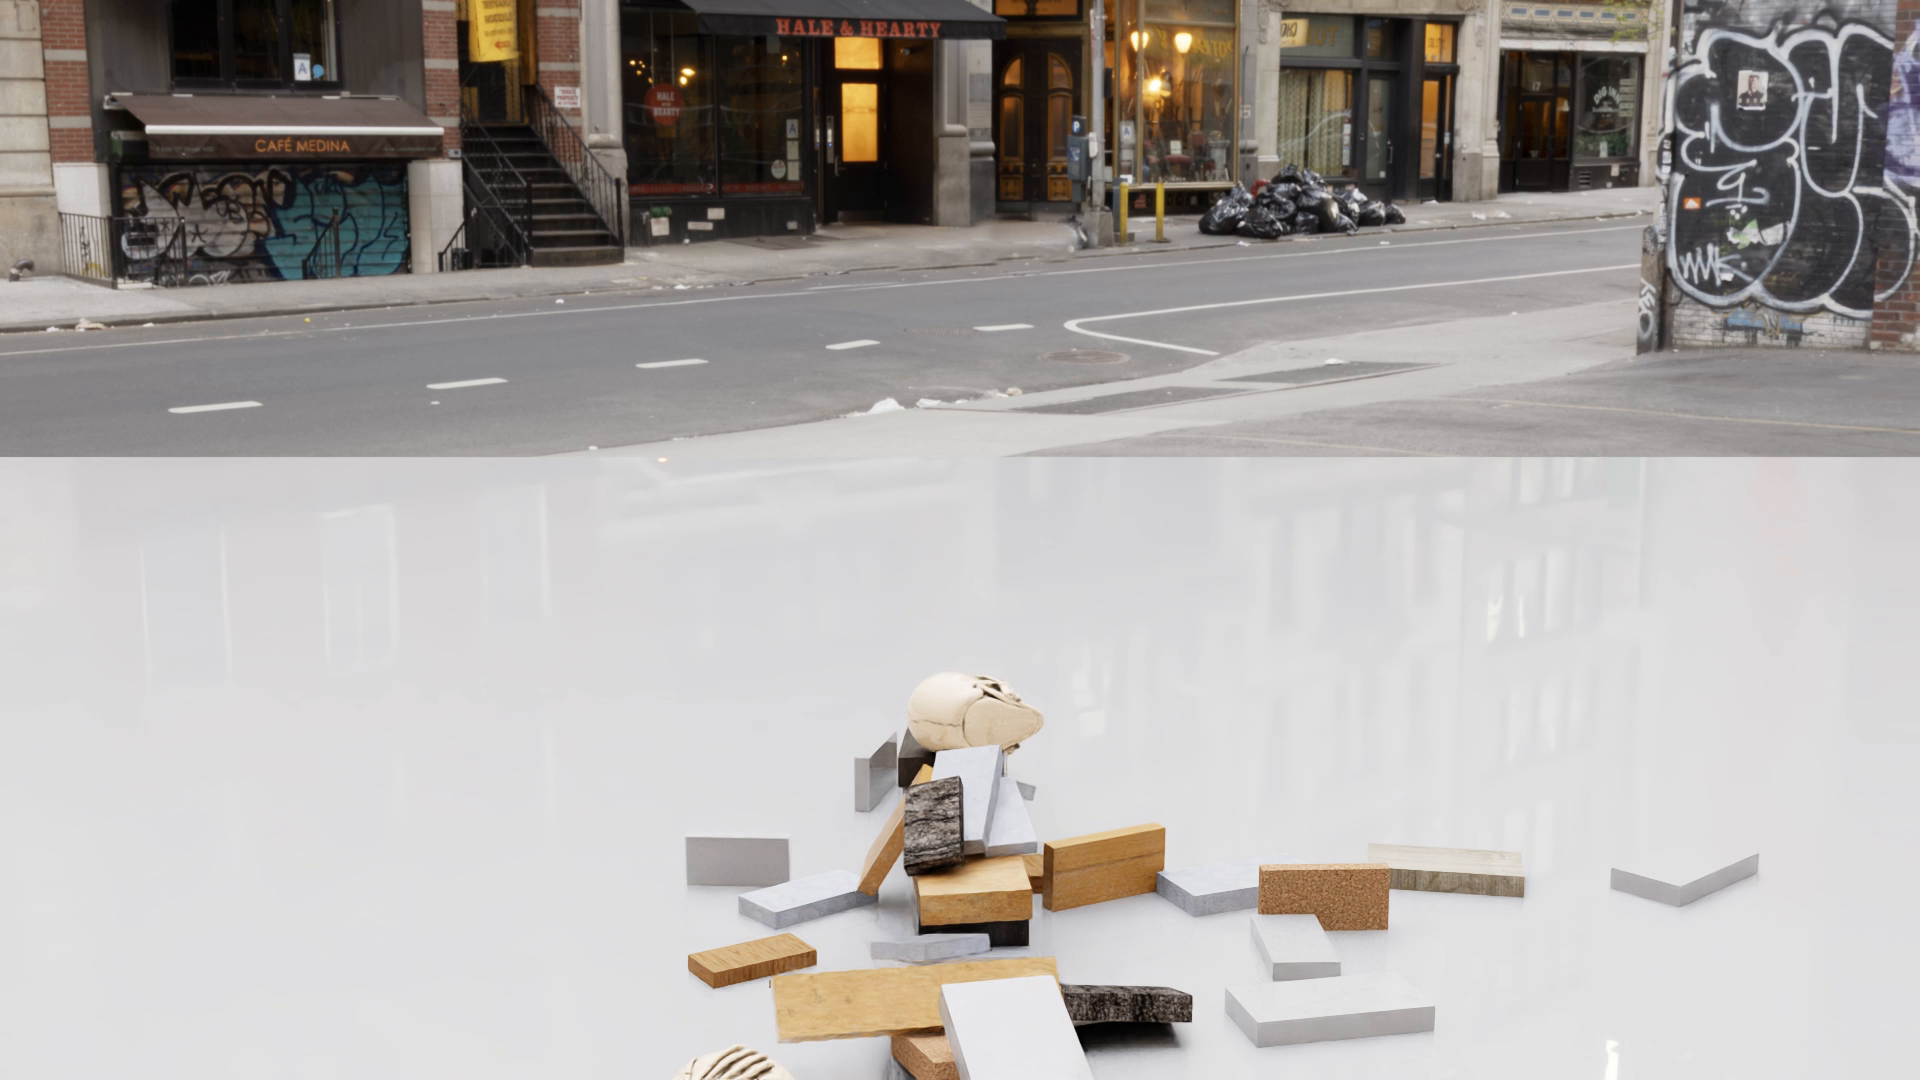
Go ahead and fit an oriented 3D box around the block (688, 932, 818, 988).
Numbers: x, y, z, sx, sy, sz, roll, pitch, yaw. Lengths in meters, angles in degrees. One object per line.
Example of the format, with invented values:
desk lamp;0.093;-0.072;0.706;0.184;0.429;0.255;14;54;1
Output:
block;-0.315;0.638;3.342;0.175;0.025;0.087;-7;12;-32

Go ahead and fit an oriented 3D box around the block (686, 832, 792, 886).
block;-0.373;0.538;3.707;0.175;0.087;0.025;1;14;3

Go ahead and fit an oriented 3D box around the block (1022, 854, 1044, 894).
block;0.168;0.563;3.727;0.220;0.031;0.110;-2;11;-9

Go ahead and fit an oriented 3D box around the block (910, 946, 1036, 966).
block;0.015;0.612;3.173;0.162;0.046;0.323;-1;-6;-3

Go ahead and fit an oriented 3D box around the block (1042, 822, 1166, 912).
block;0.239;0.540;3.636;0.220;0.110;0.031;-6;14;-29

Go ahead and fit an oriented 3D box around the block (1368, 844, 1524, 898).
block;0.822;0.560;3.733;0.257;0.036;0.128;2;11;11

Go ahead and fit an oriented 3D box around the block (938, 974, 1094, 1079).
block;0.079;0.656;2.707;0.149;0.042;0.298;-3;30;-13

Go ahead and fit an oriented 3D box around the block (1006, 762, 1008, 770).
block;0.000;0.414;4.204;0.180;0.051;0.359;-1;-5;1

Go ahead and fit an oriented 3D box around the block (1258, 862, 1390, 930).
block;0.579;0.569;3.503;0.204;0.102;0.029;0;11;-3

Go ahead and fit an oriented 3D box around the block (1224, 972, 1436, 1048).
block;0.527;0.669;3.140;0.266;0.038;0.133;-2;11;-13

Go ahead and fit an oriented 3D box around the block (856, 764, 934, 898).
block;-0.101;0.474;3.591;0.029;0.208;0.104;28;26;-6

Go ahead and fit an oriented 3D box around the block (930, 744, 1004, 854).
block;0.002;0.399;3.363;0.102;0.029;0.204;-8;36;16

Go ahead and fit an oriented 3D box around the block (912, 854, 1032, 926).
block;0.010;0.497;3.323;0.162;0.046;0.323;-3;12;-4

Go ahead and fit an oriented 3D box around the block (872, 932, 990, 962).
block;-0.040;0.566;3.059;0.086;0.024;0.172;-5;-7;32

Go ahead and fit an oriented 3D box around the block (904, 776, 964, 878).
block;-0.039;0.427;3.295;0.086;0.024;0.172;-13;35;9

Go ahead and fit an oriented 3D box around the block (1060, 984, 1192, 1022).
block;0.180;0.649;3.087;0.265;0.038;0.133;3;-7;-10

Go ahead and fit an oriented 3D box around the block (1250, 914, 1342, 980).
block;0.516;0.627;3.391;0.102;0.029;0.204;0;11;-2

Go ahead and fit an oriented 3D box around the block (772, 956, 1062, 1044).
block;-0.056;0.617;2.953;0.387;0.086;0.024;-2;-32;-11

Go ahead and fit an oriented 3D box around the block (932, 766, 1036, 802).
block;0.034;0.395;3.572;0.087;0.025;0.254;18;-9;-19

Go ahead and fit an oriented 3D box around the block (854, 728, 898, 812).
block;-0.160;0.438;4.201;0.029;0.104;0.208;2;11;13

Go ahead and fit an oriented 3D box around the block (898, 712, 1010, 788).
block;-0.007;0.367;3.885;0.180;0.051;0.359;-1;8;3

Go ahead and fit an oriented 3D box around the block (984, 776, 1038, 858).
block;0.061;0.423;3.368;0.080;0.023;0.159;-4;33;-12

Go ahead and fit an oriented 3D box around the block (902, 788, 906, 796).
block;-0.006;0.445;3.976;0.180;0.051;0.359;-1;-5;1

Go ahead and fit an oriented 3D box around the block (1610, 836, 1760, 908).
block;1.230;0.560;3.730;0.256;0.036;0.128;-9;14;-41

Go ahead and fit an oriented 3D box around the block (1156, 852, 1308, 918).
block;0.471;0.573;3.662;0.257;0.036;0.128;-4;11;-23

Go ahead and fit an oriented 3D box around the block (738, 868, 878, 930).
block;-0.247;0.587;3.603;0.208;0.029;0.104;-9;14;-39

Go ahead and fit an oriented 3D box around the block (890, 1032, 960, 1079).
block;0.010;0.677;2.900;0.149;0.042;0.298;-2;-2;-13

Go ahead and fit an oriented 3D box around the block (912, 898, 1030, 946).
block;0.013;0.582;3.364;0.162;0.046;0.323;-1;-4;-3
